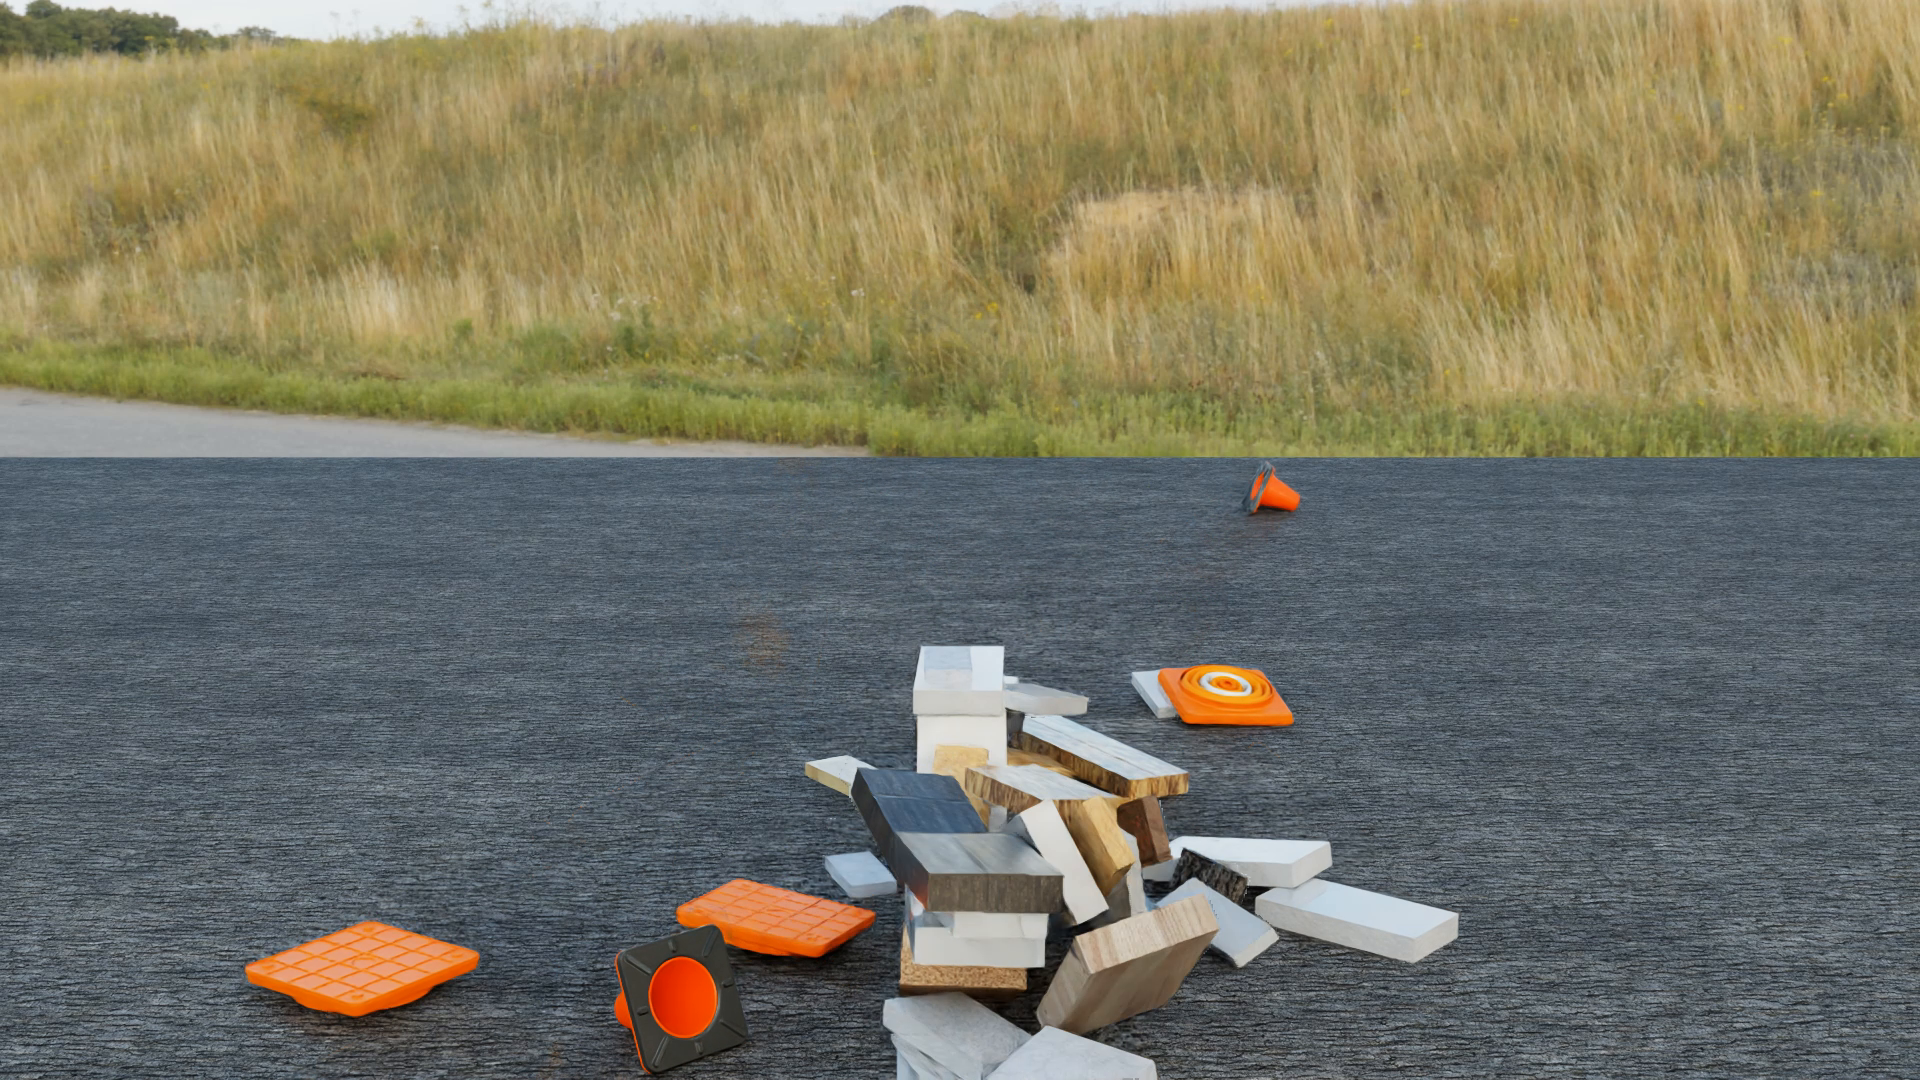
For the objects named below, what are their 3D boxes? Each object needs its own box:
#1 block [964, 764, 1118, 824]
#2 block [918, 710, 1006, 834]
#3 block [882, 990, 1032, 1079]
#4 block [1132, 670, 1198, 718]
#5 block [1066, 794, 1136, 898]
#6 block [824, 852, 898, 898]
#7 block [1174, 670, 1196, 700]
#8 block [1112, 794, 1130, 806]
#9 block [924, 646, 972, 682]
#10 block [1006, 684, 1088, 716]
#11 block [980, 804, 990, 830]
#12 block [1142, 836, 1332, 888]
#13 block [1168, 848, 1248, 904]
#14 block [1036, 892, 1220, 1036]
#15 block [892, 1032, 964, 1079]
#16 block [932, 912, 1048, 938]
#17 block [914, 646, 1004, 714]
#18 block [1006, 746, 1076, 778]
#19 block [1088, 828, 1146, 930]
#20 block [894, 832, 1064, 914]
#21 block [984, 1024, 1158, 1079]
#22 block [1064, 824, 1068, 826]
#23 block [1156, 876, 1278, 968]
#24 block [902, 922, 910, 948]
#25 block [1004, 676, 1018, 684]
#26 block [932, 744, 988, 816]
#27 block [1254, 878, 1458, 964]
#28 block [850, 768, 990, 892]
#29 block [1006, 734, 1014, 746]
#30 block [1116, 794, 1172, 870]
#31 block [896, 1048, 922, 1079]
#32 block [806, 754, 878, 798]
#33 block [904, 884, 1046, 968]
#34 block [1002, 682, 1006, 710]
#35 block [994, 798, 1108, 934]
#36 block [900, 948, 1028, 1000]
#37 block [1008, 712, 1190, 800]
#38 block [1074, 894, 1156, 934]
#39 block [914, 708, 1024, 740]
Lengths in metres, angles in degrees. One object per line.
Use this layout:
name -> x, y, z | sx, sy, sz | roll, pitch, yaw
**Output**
block -> 0.122, 0.388, 3.364 | 0.126, 0.036, 0.253 | 1, 6, -27
block -> 0.003, 0.436, 3.697 | 0.148, 0.297, 0.042 | 0, -11, 0
block -> 0.012, 0.641, 2.830 | 0.118, 0.033, 0.236 | 1, 9, -33
block -> 0.451, 0.338, 4.852 | 0.091, 0.026, 0.182 | -4, 22, -14
block -> 0.186, 0.432, 3.050 | 0.029, 0.102, 0.204 | -22, -18, -17
block -> -0.169, 0.567, 3.730 | 0.080, 0.023, 0.160 | -4, 11, -19
block -> 0.468, 0.332, 4.986 | 0.091, 0.026, 0.182 | -1, 11, -7
block -> 0.250, 0.485, 3.874 | 0.157, 0.078, 0.022 | 19, 3, -37
block -> -0.021, 0.214, 3.795 | 0.080, 0.023, 0.160 | 0, 12, -1
block -> 0.147, 0.314, 4.332 | 0.123, 0.035, 0.246 | 12, 2, 27
block -> 0.001, 0.520, 3.615 | 0.086, 0.172, 0.024 | 1, -23, 7
block -> 0.464, 0.541, 3.702 | 0.285, 0.040, 0.143 | -3, 6, 36
block -> 0.403, 0.564, 3.590 | 0.022, 0.078, 0.157 | 21, -1, -30
block -> 0.198, 0.525, 2.668 | 0.162, 0.046, 0.325 | -16, -24, -15
block -> 0.005, 0.675, 2.850 | 0.118, 0.033, 0.236 | 0, 10, -20
block -> 0.030, 0.471, 2.829 | 0.118, 0.033, 0.236 | 2, 1, -10
block -> 0.001, 0.242, 3.820 | 0.148, 0.042, 0.297 | 0, 12, 2
block -> 0.119, 0.430, 4.270 | 0.192, 0.027, 0.096 | 16, 4, -34
block -> 0.222, 0.501, 3.208 | 0.029, 0.204, 0.102 | -30, 37, -31
block -> 0.018, 0.430, 2.858 | 0.168, 0.048, 0.336 | 2, 1, -9
block -> 0.069, 0.688, 2.548 | 0.162, 0.046, 0.325 | 9, 28, 40
block -> 0.127, 0.519, 3.398 | 0.126, 0.036, 0.253 | 27, -49, -31
block -> 0.402, 0.600, 3.460 | 0.078, 0.022, 0.254 | -34, 21, -14
block -> 0.002, 0.588, 3.203 | 0.165, 0.047, 0.329 | 2, -12, 0
block -> 0.053, 0.380, 4.731 | 0.091, 0.026, 0.615 | 1, 11, 6
block -> -0.006, 0.419, 3.601 | 0.086, 0.172, 0.024 | 4, -34, 6
block -> 0.629, 0.601, 3.500 | 0.285, 0.040, 0.143 | 9, 14, 39
block -> -0.033, 0.471, 3.382 | 0.168, 0.048, 0.373 | 8, 22, -23
block -> 0.036, 0.367, 4.261 | 0.123, 0.035, 0.370 | 9, 10, 7
block -> 0.249, 0.475, 3.465 | 0.029, 0.102, 0.204 | -5, -15, -35
block -> 0.009, 0.786, 2.490 | 0.162, 0.046, 0.970 | 0, 11, -2
block -> -0.211, 0.462, 4.286 | 0.096, 0.027, 0.192 | -7, 13, -34
block -> 0.015, 0.510, 2.930 | 0.165, 0.047, 0.329 | 2, 1, -4
block -> 0.005, 0.401, 3.880 | 0.148, 0.297, 0.042 | 0, -8, 2
block -> 0.126, 0.466, 3.121 | 0.048, 0.168, 0.336 | -27, -9, -10
block -> 0.001, 0.597, 3.019 | 0.165, 0.047, 0.329 | 2, -14, -1
block -> 0.251, 0.424, 4.377 | 0.143, 0.040, 0.471 | -3, 13, -33
block -> 0.218, 0.579, 3.628 | 0.126, 0.036, 0.490 | -3, 11, -13
block -> 0.020, 0.349, 4.153 | 0.123, 0.035, 0.246 | 12, 11, 21
